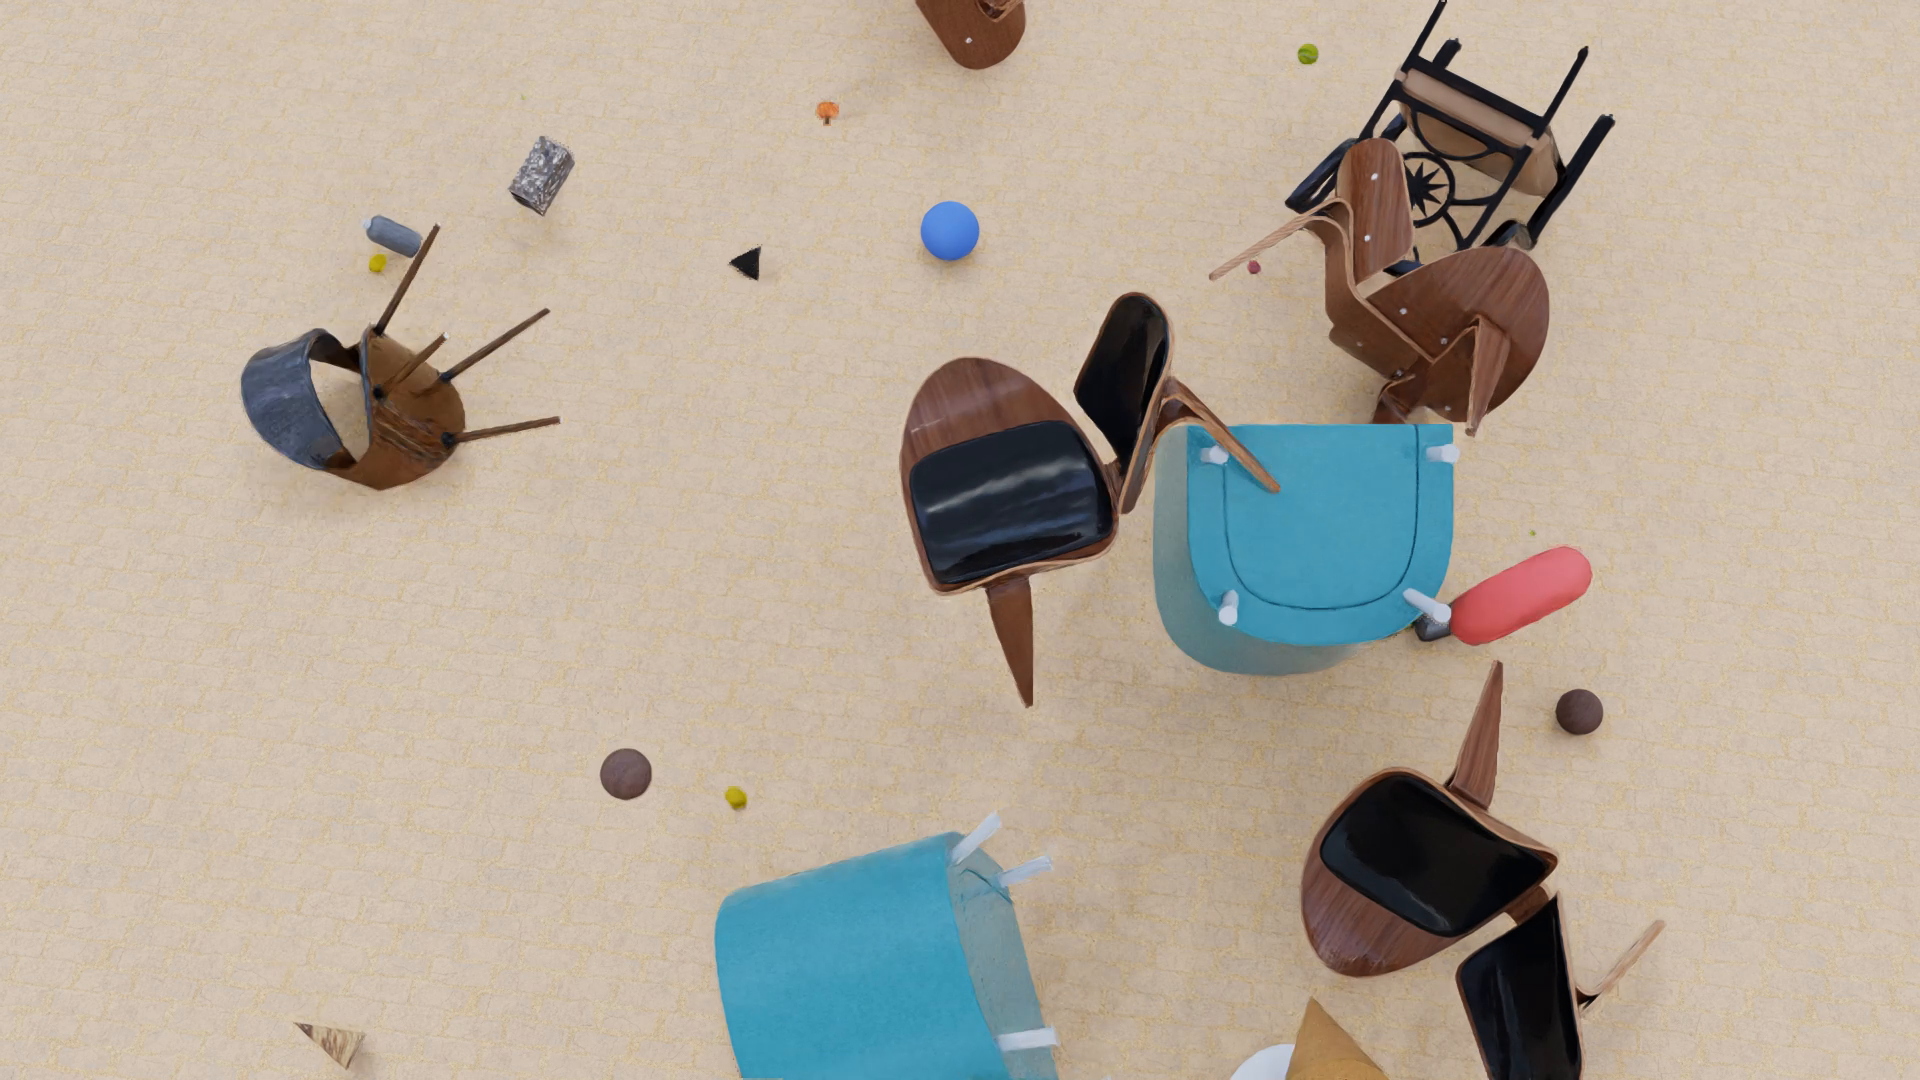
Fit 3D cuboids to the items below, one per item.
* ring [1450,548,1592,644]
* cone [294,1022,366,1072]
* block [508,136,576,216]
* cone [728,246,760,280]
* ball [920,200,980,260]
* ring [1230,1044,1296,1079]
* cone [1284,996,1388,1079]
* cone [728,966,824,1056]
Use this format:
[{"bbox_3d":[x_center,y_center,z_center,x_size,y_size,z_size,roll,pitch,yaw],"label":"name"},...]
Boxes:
[{"bbox_3d":[1.494,0.151,5.870,0.399,0.413,0.142,-22,78,-16],"label":"ring"},{"bbox_3d":[-1.625,1.271,5.622,0.181,0.112,0.098,27,34,-6],"label":"cone"},{"bbox_3d":[-1.365,-1.189,7.185,0.099,0.127,0.209,28,82,10],"label":"block"},{"bbox_3d":[-0.677,-0.882,7.134,0.109,0.128,0.094,-30,95,-40],"label":"cone"},{"bbox_3d":[-0.033,-1.003,7.131,0.192,0.192,0.192,0,56,0],"label":"ball"},{"bbox_3d":[0.811,1.430,5.580,0.272,0.059,0.347,38,63,22],"label":"ring"},{"bbox_3d":[0.920,1.279,5.557,0.276,0.320,0.348,-37,30,20],"label":"cone"},{"bbox_3d":[-0.506,1.232,5.687,0.231,0.211,0.242,-13,26,22],"label":"cone"}]
